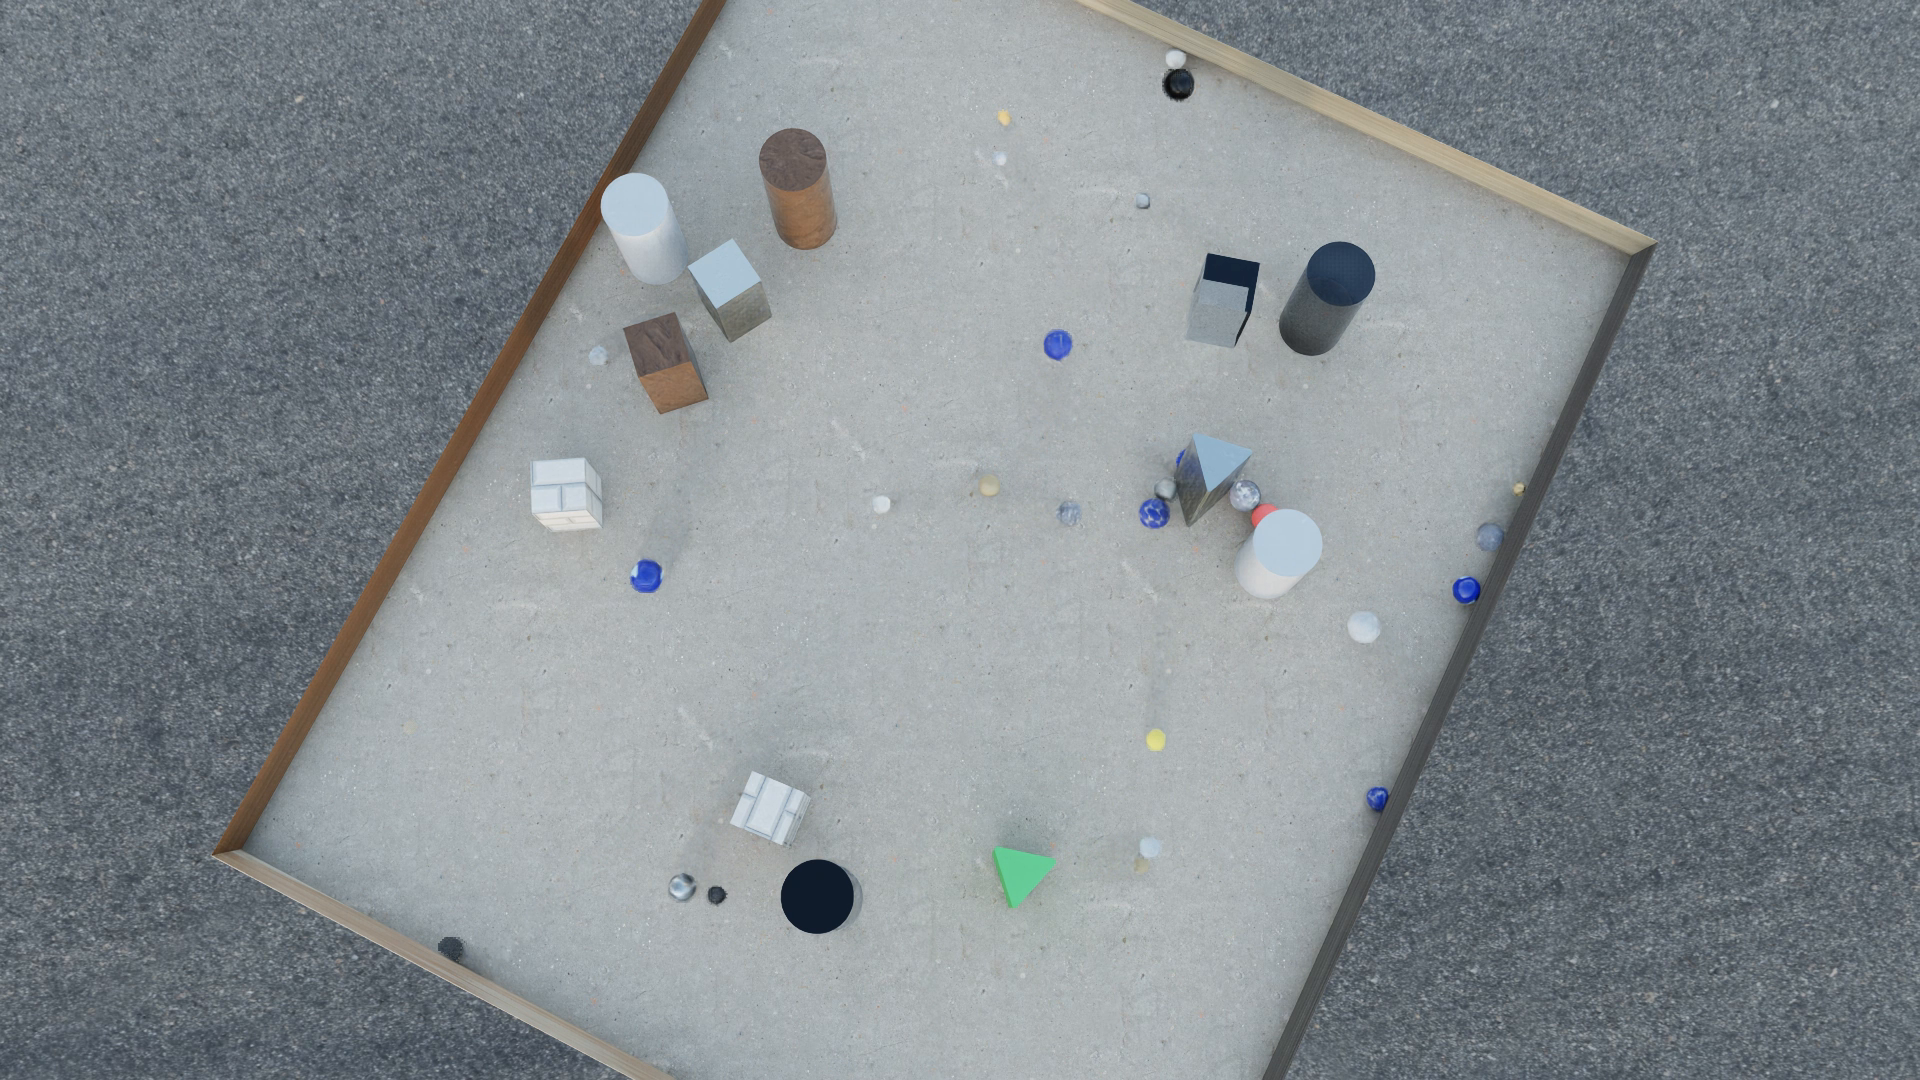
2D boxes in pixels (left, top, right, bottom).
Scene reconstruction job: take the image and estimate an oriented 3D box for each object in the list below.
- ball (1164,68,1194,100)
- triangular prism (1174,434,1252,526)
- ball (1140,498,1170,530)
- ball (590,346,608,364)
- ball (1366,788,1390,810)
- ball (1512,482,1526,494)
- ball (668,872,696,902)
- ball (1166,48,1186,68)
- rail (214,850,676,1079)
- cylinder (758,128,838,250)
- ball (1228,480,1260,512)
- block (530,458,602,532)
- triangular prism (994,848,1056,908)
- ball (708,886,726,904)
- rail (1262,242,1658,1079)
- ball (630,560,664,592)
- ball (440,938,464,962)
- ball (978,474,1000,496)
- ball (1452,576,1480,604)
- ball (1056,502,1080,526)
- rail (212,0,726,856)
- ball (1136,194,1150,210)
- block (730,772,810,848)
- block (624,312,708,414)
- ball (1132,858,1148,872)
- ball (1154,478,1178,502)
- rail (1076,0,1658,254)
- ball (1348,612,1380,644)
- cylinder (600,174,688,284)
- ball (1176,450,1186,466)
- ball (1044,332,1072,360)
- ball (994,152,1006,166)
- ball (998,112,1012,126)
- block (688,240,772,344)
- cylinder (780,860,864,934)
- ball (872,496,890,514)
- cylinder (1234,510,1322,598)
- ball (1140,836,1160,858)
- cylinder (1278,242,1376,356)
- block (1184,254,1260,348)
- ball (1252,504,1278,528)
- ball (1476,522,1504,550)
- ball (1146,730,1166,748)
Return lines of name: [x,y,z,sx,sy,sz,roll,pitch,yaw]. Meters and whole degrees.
ball: [0.703,-1.459,5.869,0.098,0.098,0.098,0,78,0]
triangular prism: [0.712,-0.198,5.409,0.172,0.487,0.149,-42,81,-8]
ball: [0.594,-0.080,5.585,0.095,0.095,0.095,0,78,0]
ball: [-1.123,-0.577,5.708,0.054,0.054,0.054,0,78,0]
ball: [1.237,0.766,5.424,0.067,0.067,0.067,0,78,0]
ball: [1.719,-0.159,5.629,0.040,0.040,0.040,0,78,0]
ball: [-0.812,1.016,5.365,0.081,0.081,0.081,0,78,0]
ball: [0.696,-1.552,5.905,0.065,0.065,0.065,0,78,0]
rail: [-0.798,1.570,5.225,3.036,0.129,0.045,26,80,5]
cylinder: [-0.490,-1.064,5.593,0.198,0.477,0.198,0,78,0]
ball: [0.870,-0.135,5.595,0.097,0.097,0.097,0,78,0]
block: [-1.181,-0.134,5.513,0.159,0.257,0.159,-4,78,-1]
triangular prism: [0.152,0.936,5.235,0.149,0.368,0.172,42,81,8]
ball: [-0.714,1.042,5.374,0.053,0.053,0.053,0,78,0]
rail: [1.337,0.661,5.413,0.045,0.129,3.616,26,80,5]
ball: [-0.946,0.107,5.544,0.098,0.098,0.098,0,78,0]
ball: [-1.480,1.194,5.335,0.067,0.067,0.067,0,78,0]
ball: [0.089,-0.167,5.617,0.067,0.067,0.067,0,78,0]
ball: [1.532,0.153,5.542,0.084,0.084,0.084,0,78,0]
ball: [0.330,-0.081,5.596,0.073,0.073,0.073,0,78,0]
rail: [-1.337,-0.648,5.684,0.045,0.129,3.616,26,80,5]
ball: [0.581,-1.074,5.814,0.049,0.049,0.049,0,78,0]
block: [-0.547,0.785,5.320,0.159,0.262,0.159,22,79,4]
block: [-0.882,-0.528,5.524,0.159,0.395,0.159,-18,79,-4]
ball: [0.531,0.957,5.396,0.043,0.043,0.043,0,78,0]
ball: [0.630,-0.153,5.611,0.073,0.073,0.073,0,78,0]
rail: [0.798,-1.556,5.872,3.036,0.129,0.045,26,80,5]
ball: [1.217,0.264,5.514,0.095,0.095,0.095,0,78,0]
cylinder: [-0.958,-0.945,5.598,0.198,0.419,0.198,0,78,0]
ball: [0.700,-0.246,5.633,0.068,0.068,0.068,0,78,0]
ball: [0.304,-0.604,5.696,0.090,0.090,0.090,0,78,0]
ball: [0.130,-1.216,5.848,0.040,0.040,0.040,0,78,0]
ball: [0.145,-1.351,5.875,0.042,0.042,0.042,0,78,0]
block: [-0.699,-0.757,5.602,0.159,0.336,0.159,-34,80,-7]
cylinder: [-0.384,1.008,5.169,0.198,0.469,0.198,0,78,0]
ball: [-0.239,-0.108,5.611,0.056,0.056,0.056,0,78,0]
cylinder: [0.937,0.045,5.421,0.198,0.365,0.198,0,78,0]
ball: [0.559,0.905,5.398,0.061,0.061,0.061,0,78,0]
cylinder: [1.101,-0.721,5.525,0.198,0.472,0.198,0,78,0]
block: [0.796,-0.725,5.589,0.159,0.348,0.159,11,79,2]
ball: [0.933,-0.067,5.585,0.089,0.089,0.089,0,78,0]
ball: [1.613,-0.012,5.576,0.085,0.085,0.085,0,78,0]
ball: [0.585,0.593,5.464,0.057,0.057,0.057,0,78,0]
